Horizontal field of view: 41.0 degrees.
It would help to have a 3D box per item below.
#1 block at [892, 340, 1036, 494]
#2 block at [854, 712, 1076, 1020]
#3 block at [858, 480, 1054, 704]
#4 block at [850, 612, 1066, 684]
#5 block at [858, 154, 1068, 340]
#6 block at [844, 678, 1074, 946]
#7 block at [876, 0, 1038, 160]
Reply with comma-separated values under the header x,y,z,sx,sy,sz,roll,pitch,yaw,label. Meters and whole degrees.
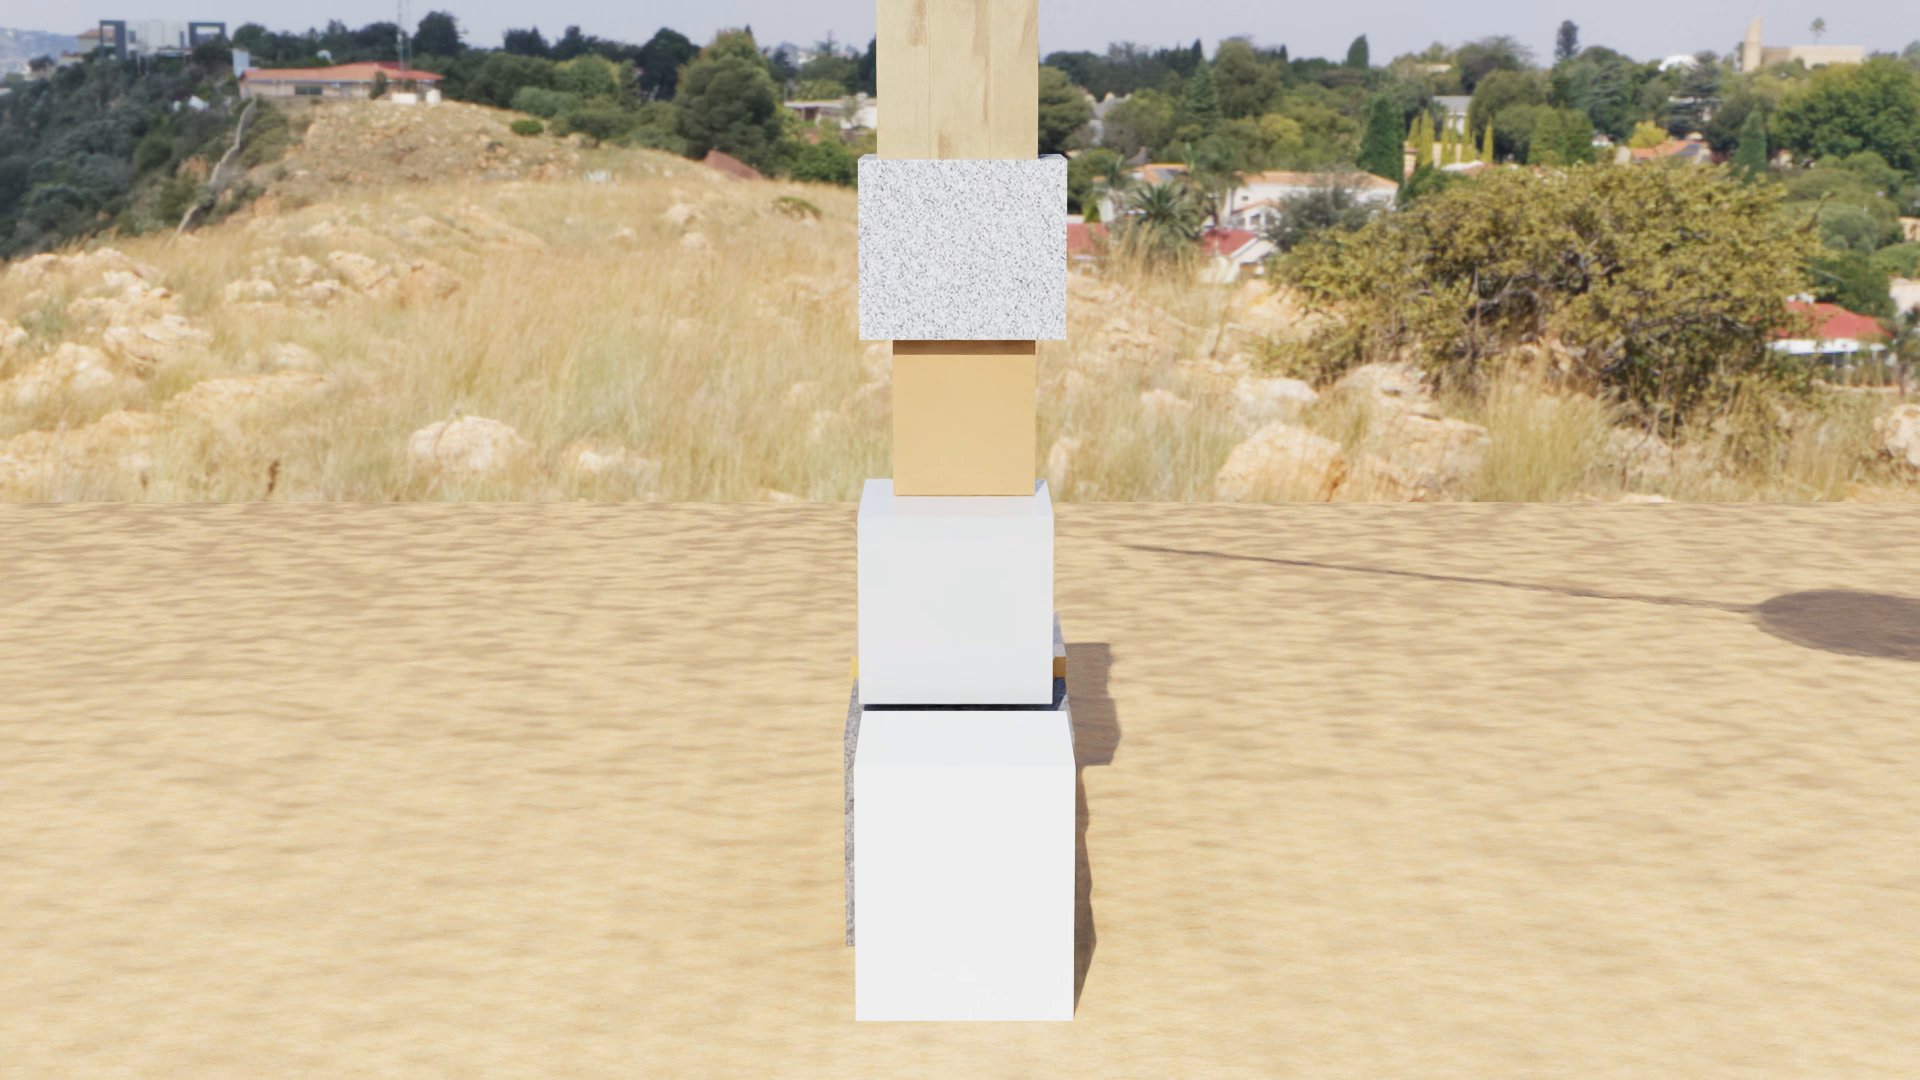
x,y,z,sx,sy,sz,roll,pitch,yaw,label
0.017,-0.575,11.061,0.597,0.657,0.658,0,10,0,block
0.017,1.245,9.953,0.816,0.988,0.823,0,10,0,block
-0.018,0.202,10.847,0.790,0.778,0.876,0,11,0,block
-0.006,0.910,11.828,0.945,0.979,0.948,0,10,0,block
0.011,-1.261,10.937,0.855,0.737,0.784,0,10,0,block
-0.003,1.130,10.868,0.925,0.888,0.999,0,10,0,block
-0.011,-1.968,10.810,0.660,0.700,0.656,0,10,0,block
